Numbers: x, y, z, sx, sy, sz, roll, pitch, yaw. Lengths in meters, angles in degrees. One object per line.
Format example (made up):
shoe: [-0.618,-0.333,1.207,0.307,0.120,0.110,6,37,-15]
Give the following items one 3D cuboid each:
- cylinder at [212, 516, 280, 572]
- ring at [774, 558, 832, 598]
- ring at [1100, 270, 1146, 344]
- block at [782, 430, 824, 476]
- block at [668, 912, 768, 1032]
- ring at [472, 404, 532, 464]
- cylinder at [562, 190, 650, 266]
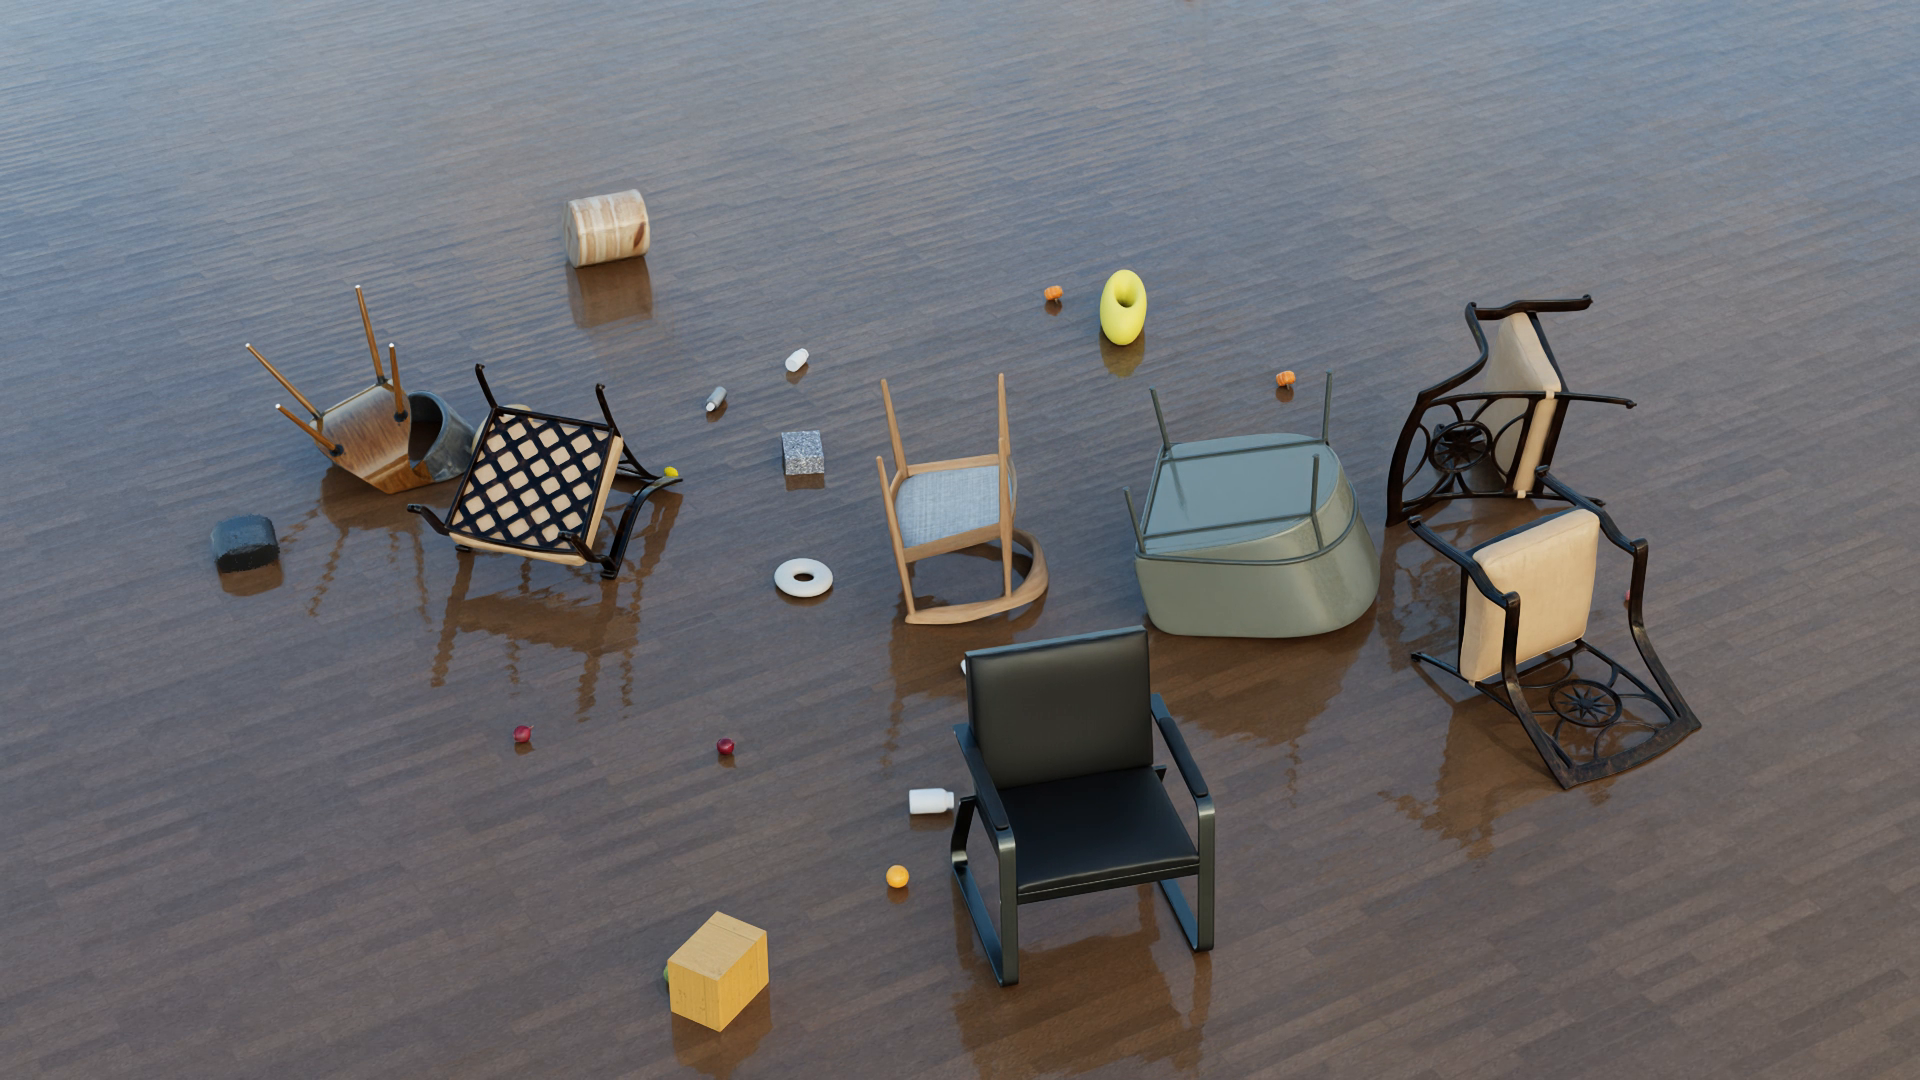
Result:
cylinder: [-2.640,0.012,10.825,0.228,0.110,0.197,-13,36,-13]
ring: [-0.570,0.137,10.695,0.211,0.046,0.230,-14,37,-21]
ring: [0.684,-0.975,12.281,0.194,0.159,0.465,8,36,-2]
block: [-0.612,-0.340,11.393,0.147,0.074,0.196,-4,34,-6]
block: [-0.724,1.294,8.797,0.179,0.202,0.258,18,38,25]
ring: [-1.785,-0.415,11.440,0.147,0.150,0.435,-3,28,14]
cylinder: [-1.537,-1.353,12.721,0.312,0.314,0.273,-13,63,-18]
